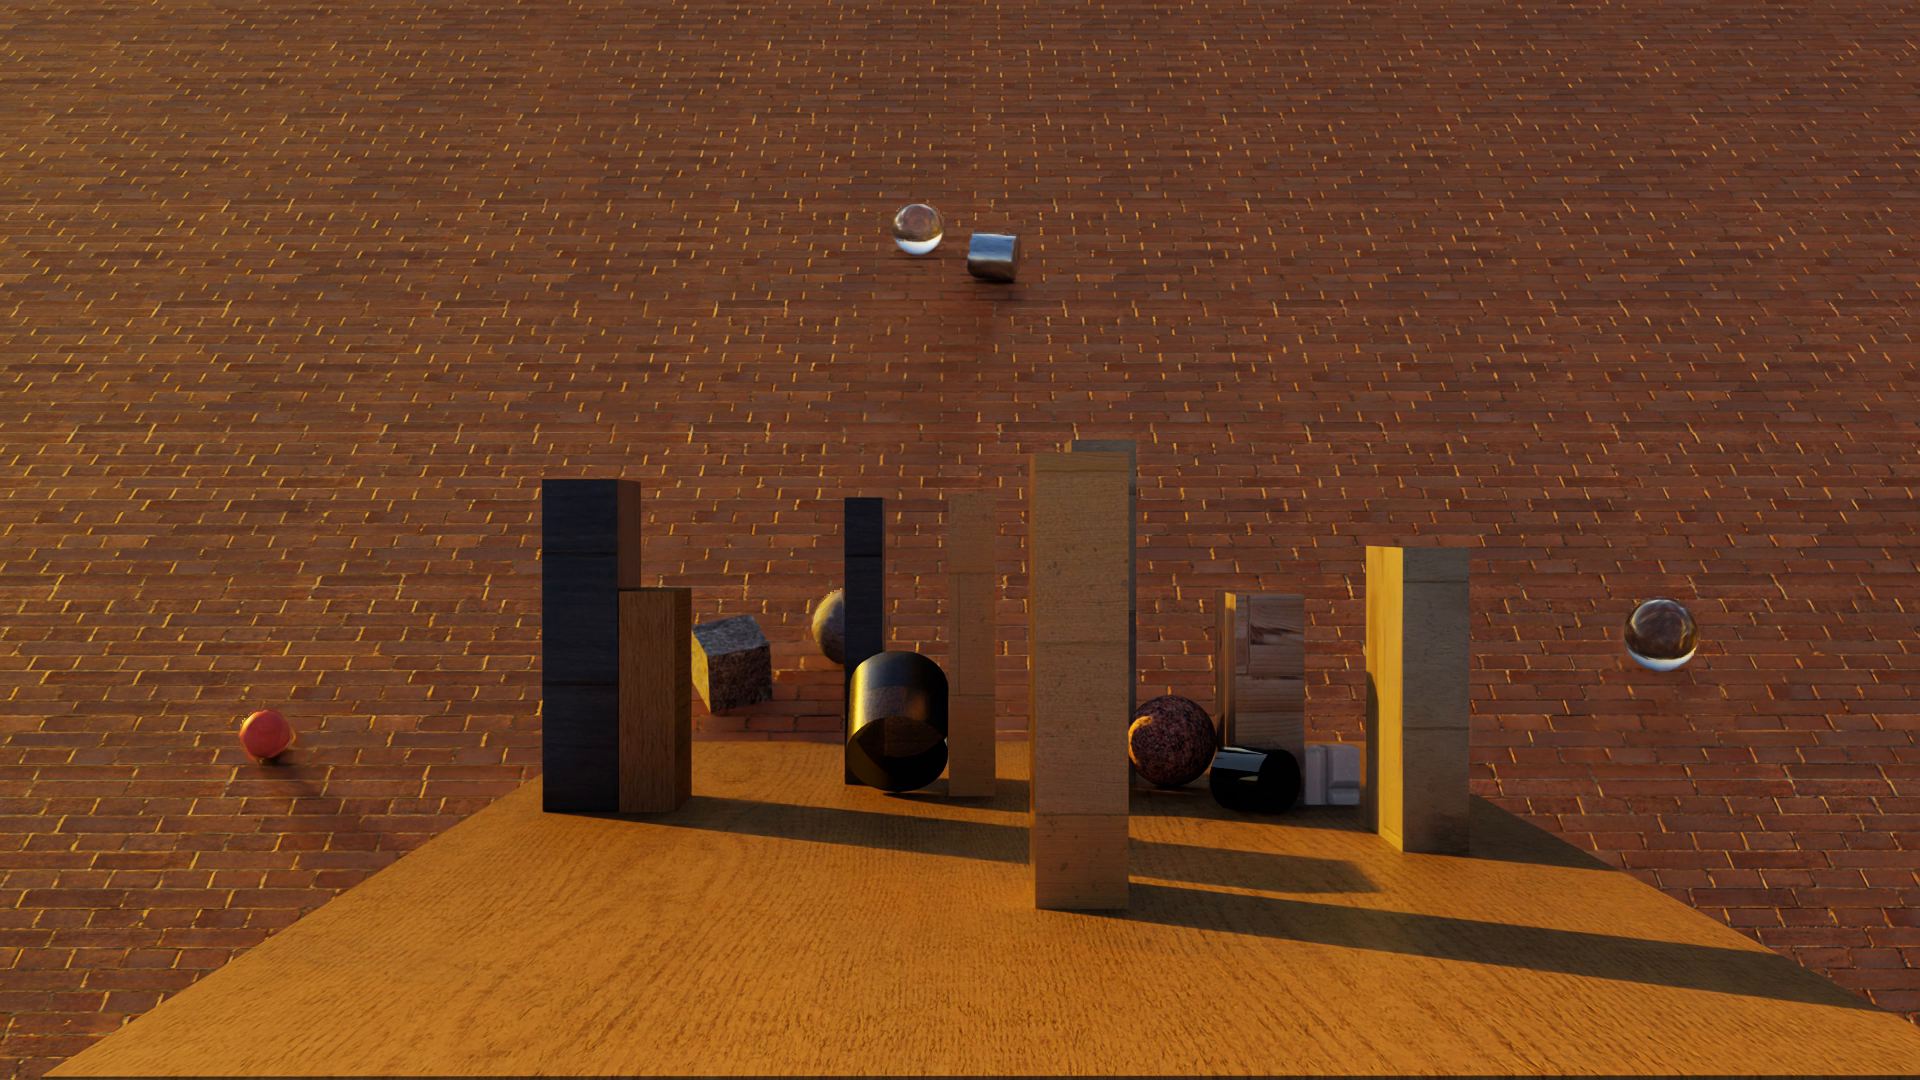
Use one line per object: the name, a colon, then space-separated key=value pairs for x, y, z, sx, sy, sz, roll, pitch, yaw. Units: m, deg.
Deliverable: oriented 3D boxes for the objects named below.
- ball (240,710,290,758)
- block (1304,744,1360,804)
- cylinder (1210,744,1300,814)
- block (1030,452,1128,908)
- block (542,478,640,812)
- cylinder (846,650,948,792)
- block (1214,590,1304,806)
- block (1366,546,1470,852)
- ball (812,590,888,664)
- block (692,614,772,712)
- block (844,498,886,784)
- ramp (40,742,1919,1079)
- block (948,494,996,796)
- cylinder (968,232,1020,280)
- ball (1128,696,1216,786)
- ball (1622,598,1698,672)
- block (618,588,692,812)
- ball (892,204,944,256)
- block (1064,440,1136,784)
ball: x=-1.801 y=0.504 z=6.702 sx=0.124 sy=0.124 sz=0.124 roll=0 pitch=29 yaw=0
block: x=0.739 y=0.471 z=5.208 sx=0.110 sy=0.110 sz=0.110 roll=0 pitch=0 yaw=-3
cylinder: x=0.573 y=0.465 z=5.021 sx=0.125 sy=0.125 sz=0.125 roll=-25 pitch=16 yaw=-38
block: x=0.177 y=0.203 z=3.902 sx=0.136 sy=0.664 sz=0.292 roll=0 pitch=0 yaw=0
block: x=-0.737 y=0.204 z=5.198 sx=0.146 sy=0.646 sz=0.370 roll=0 pitch=0 yaw=0
cylinder: x=-0.129 y=0.378 z=5.400 sx=0.210 sy=0.210 sz=0.210 roll=0 pitch=37 yaw=0
block: x=0.612 y=0.316 z=5.311 sx=0.136 sy=0.418 sz=0.407 roll=0 pitch=0 yaw=0
block: x=0.810 y=0.271 z=4.599 sx=0.114 sy=0.518 sz=0.390 roll=0 pitch=0 yaw=0
ball: x=-0.301 y=0.240 z=7.096 sx=0.207 sy=0.207 sz=0.207 roll=0 pitch=29 yaw=0
block: x=-0.617 y=0.331 z=6.964 sx=0.174 sy=0.174 sz=0.174 roll=-11 pitch=31 yaw=-19
block: x=-0.207 y=0.215 z=5.663 sx=0.081 sy=0.615 sz=0.243 roll=0 pitch=0 yaw=0
ramp: x=0.065 y=0.580 z=4.626 sx=2.000 sy=0.100 sz=4.000 roll=0 pitch=0 yaw=0
block: x=0.024 y=0.214 z=5.493 sx=0.096 sy=0.620 sz=0.385 roll=0 pitch=0 yaw=0
cylinder: x=0.124 y=-1.039 z=9.469 sx=0.160 sy=0.160 sz=0.160 roll=5 pitch=29 yaw=10
ball: x=0.447 y=0.427 z=5.490 sx=0.195 sy=0.195 sz=0.195 roll=0 pitch=29 yaw=0
ball: x=1.915 y=0.260 z=7.067 sx=0.200 sy=0.200 sz=0.200 roll=0 pitch=29 yaw=0
block: x=-0.607 y=0.313 z=5.170 sx=0.108 sy=0.428 sz=0.318 roll=0 pitch=0 yaw=0
ball: x=-0.158 y=-1.160 z=9.657 sx=0.191 sy=0.191 sz=0.191 roll=0 pitch=29 yaw=0
block: x=0.309 y=0.153 z=5.738 sx=0.140 sy=0.739 sz=0.361 roll=0 pitch=0 yaw=0
